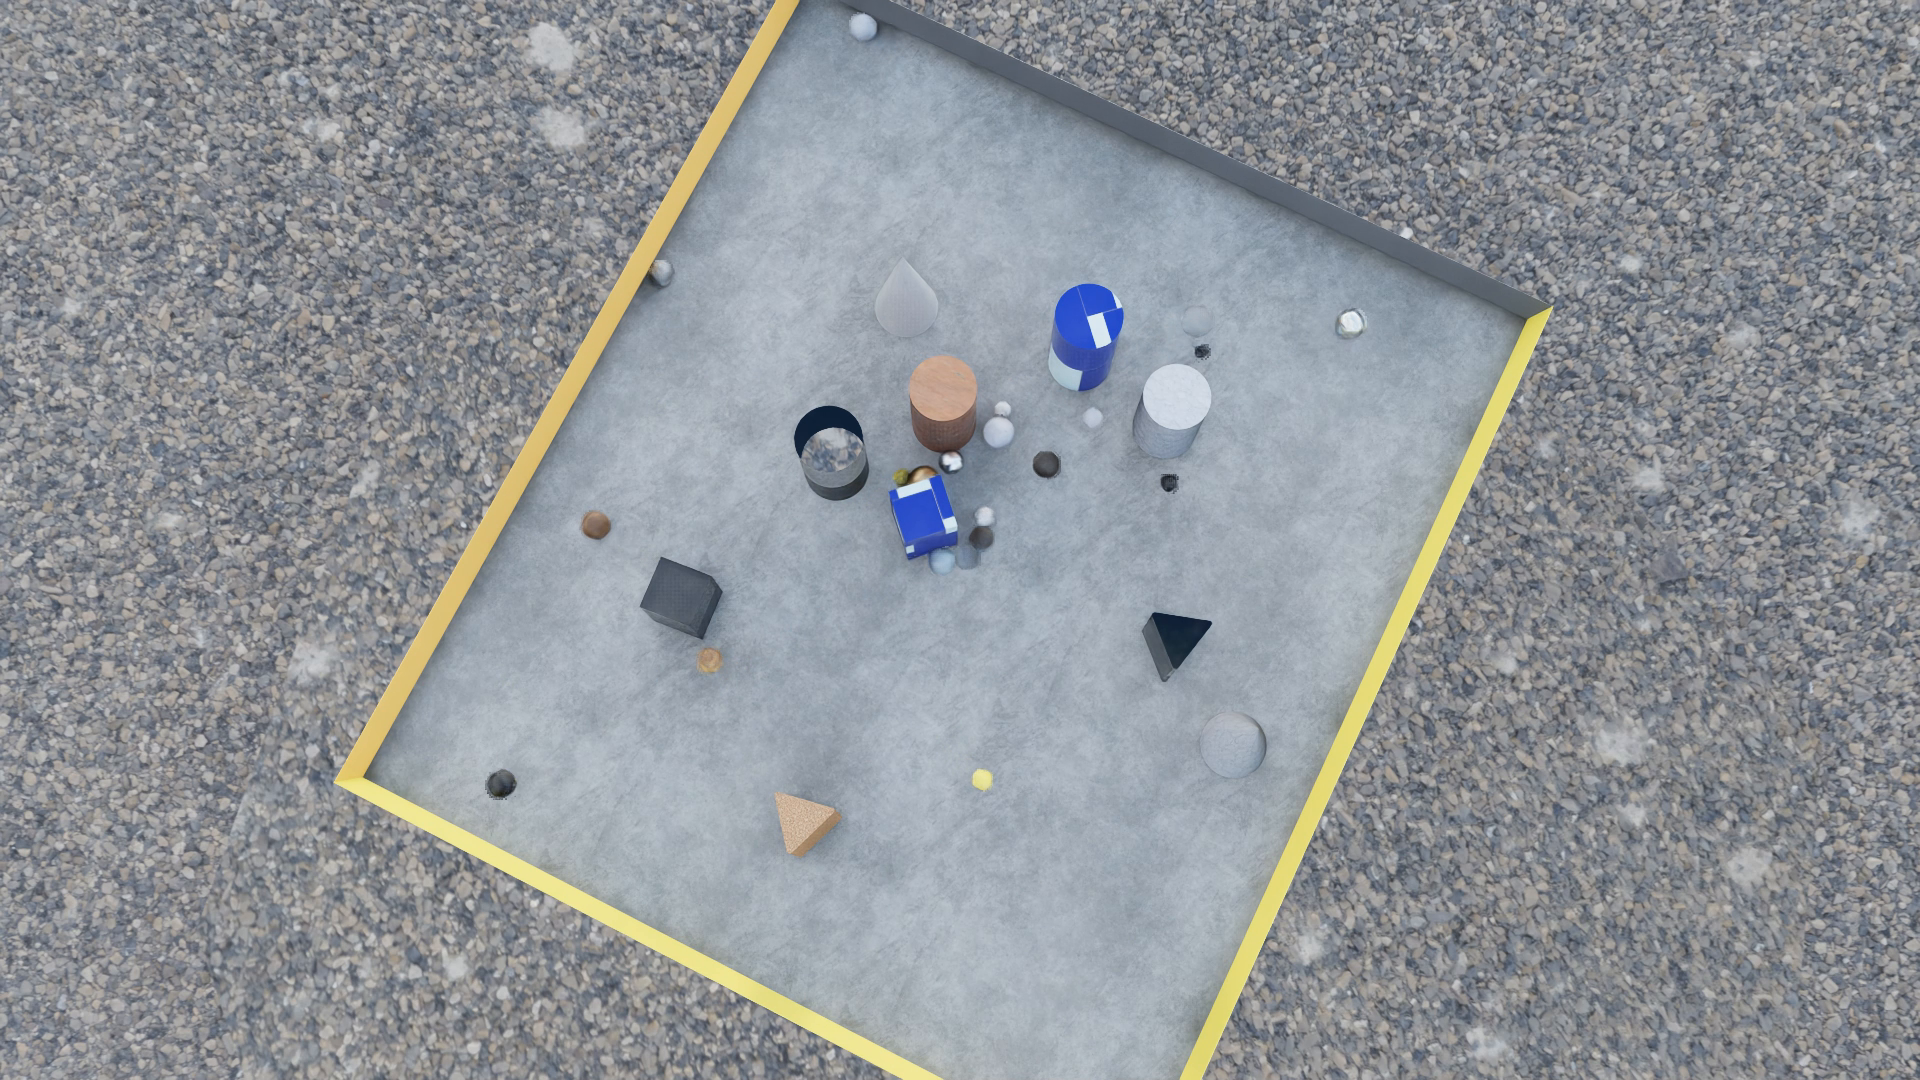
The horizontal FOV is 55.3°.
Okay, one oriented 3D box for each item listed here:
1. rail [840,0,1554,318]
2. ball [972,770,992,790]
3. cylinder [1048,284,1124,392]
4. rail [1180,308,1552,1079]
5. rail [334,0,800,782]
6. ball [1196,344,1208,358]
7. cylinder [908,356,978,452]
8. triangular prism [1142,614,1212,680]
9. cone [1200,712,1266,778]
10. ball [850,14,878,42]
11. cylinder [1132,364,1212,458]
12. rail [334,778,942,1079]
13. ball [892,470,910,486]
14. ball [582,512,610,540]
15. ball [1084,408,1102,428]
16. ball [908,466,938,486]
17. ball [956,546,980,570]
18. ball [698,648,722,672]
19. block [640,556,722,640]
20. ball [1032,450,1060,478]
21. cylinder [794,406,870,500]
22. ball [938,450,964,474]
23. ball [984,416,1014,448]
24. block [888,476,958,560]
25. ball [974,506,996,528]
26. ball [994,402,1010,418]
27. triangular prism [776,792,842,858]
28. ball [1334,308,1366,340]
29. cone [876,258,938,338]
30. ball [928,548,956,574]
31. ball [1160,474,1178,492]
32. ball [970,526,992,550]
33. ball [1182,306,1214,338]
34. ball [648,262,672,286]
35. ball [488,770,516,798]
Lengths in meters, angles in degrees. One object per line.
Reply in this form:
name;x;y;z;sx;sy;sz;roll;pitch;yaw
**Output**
rail;0.646;-1.258;5.810;2.613;0.130;0.045;26;80;5
ball;0.065;0.711;5.440;0.059;0.059;0.059;0;78;0
cylinder;0.375;-0.605;5.522;0.200;0.431;0.200;0;78;0
rail;1.148;0.569;5.432;0.045;0.130;2.935;26;80;5
rail;-1.148;-0.555;5.664;0.045;0.130;2.935;26;80;5
ball;0.754;-0.588;5.718;0.041;0.041;0.041;0;78;0
cylinder;-0.049;-0.404;5.511;0.200;0.372;0.200;0;78;0
triangular prism;0.611;0.287;5.404;0.150;0.300;0.173;38;81;7
cone;0.819;0.565;5.258;0.200;0.474;0.200;0;78;0
ball;-0.311;-1.654;5.915;0.086;0.086;0.086;0;78;0
cylinder;0.635;-0.384;5.522;0.200;0.342;0.200;0;78;0
rail;-0.646;1.271;5.286;2.613;0.130;0.045;26;80;5
ball;-0.180;-0.190;5.630;0.051;0.051;0.051;0;78;0
ball;-1.108;-0.044;5.581;0.087;0.087;0.087;0;78;0
ball;0.410;-0.379;5.665;0.059;0.059;0.059;0;78;0
ball;-0.110;-0.180;5.605;0.096;0.096;0.096;0;78;0
ball;0.022;0.054;5.567;0.075;0.075;0.075;0;78;0
ball;-0.749;0.362;5.504;0.074;0.074;0.074;0;78;0
block;-0.826;0.175;5.448;0.160;0.259;0.160;21;79;4
ball;0.264;-0.232;5.622;0.085;0.085;0.085;0;78;0
cylinder;-0.380;-0.256;5.481;0.200;0.368;0.200;0;78;0
ball;-0.027;-0.240;5.627;0.078;0.078;0.078;0;78;0
ball;0.120;-0.332;5.637;0.096;0.096;0.096;0;78;0
block;-0.108;-0.064;5.490;0.160;0.274;0.160;-18;79;-4
ball;0.077;-0.070;5.597;0.066;0.066;0.066;0;78;0
ball;0.132;-0.404;5.674;0.051;0.051;0.051;0;78;0
triangular prism;-0.465;0.793;5.280;0.173;0.338;0.150;-43;81;-8
ball;1.214;-0.673;5.707;0.095;0.095;0.095;0;78;0
cone;-0.168;-0.779;5.548;0.200;0.451;0.200;0;78;0
ball;-0.056;0.064;5.561;0.083;0.083;0.083;0;78;0
ball;0.641;-0.175;5.626;0.052;0.052;0.052;0;78;0
ball;0.065;-0.004;5.581;0.071;0.071;0.071;0;78;0
ball;0.740;-0.681;5.707;0.100;0.100;0.100;0;78;0
ball;-0.941;-0.836;5.750;0.077;0.077;0.077;0;78;0
ball;-1.356;0.723;5.425;0.083;0.083;0.083;0;78;0
